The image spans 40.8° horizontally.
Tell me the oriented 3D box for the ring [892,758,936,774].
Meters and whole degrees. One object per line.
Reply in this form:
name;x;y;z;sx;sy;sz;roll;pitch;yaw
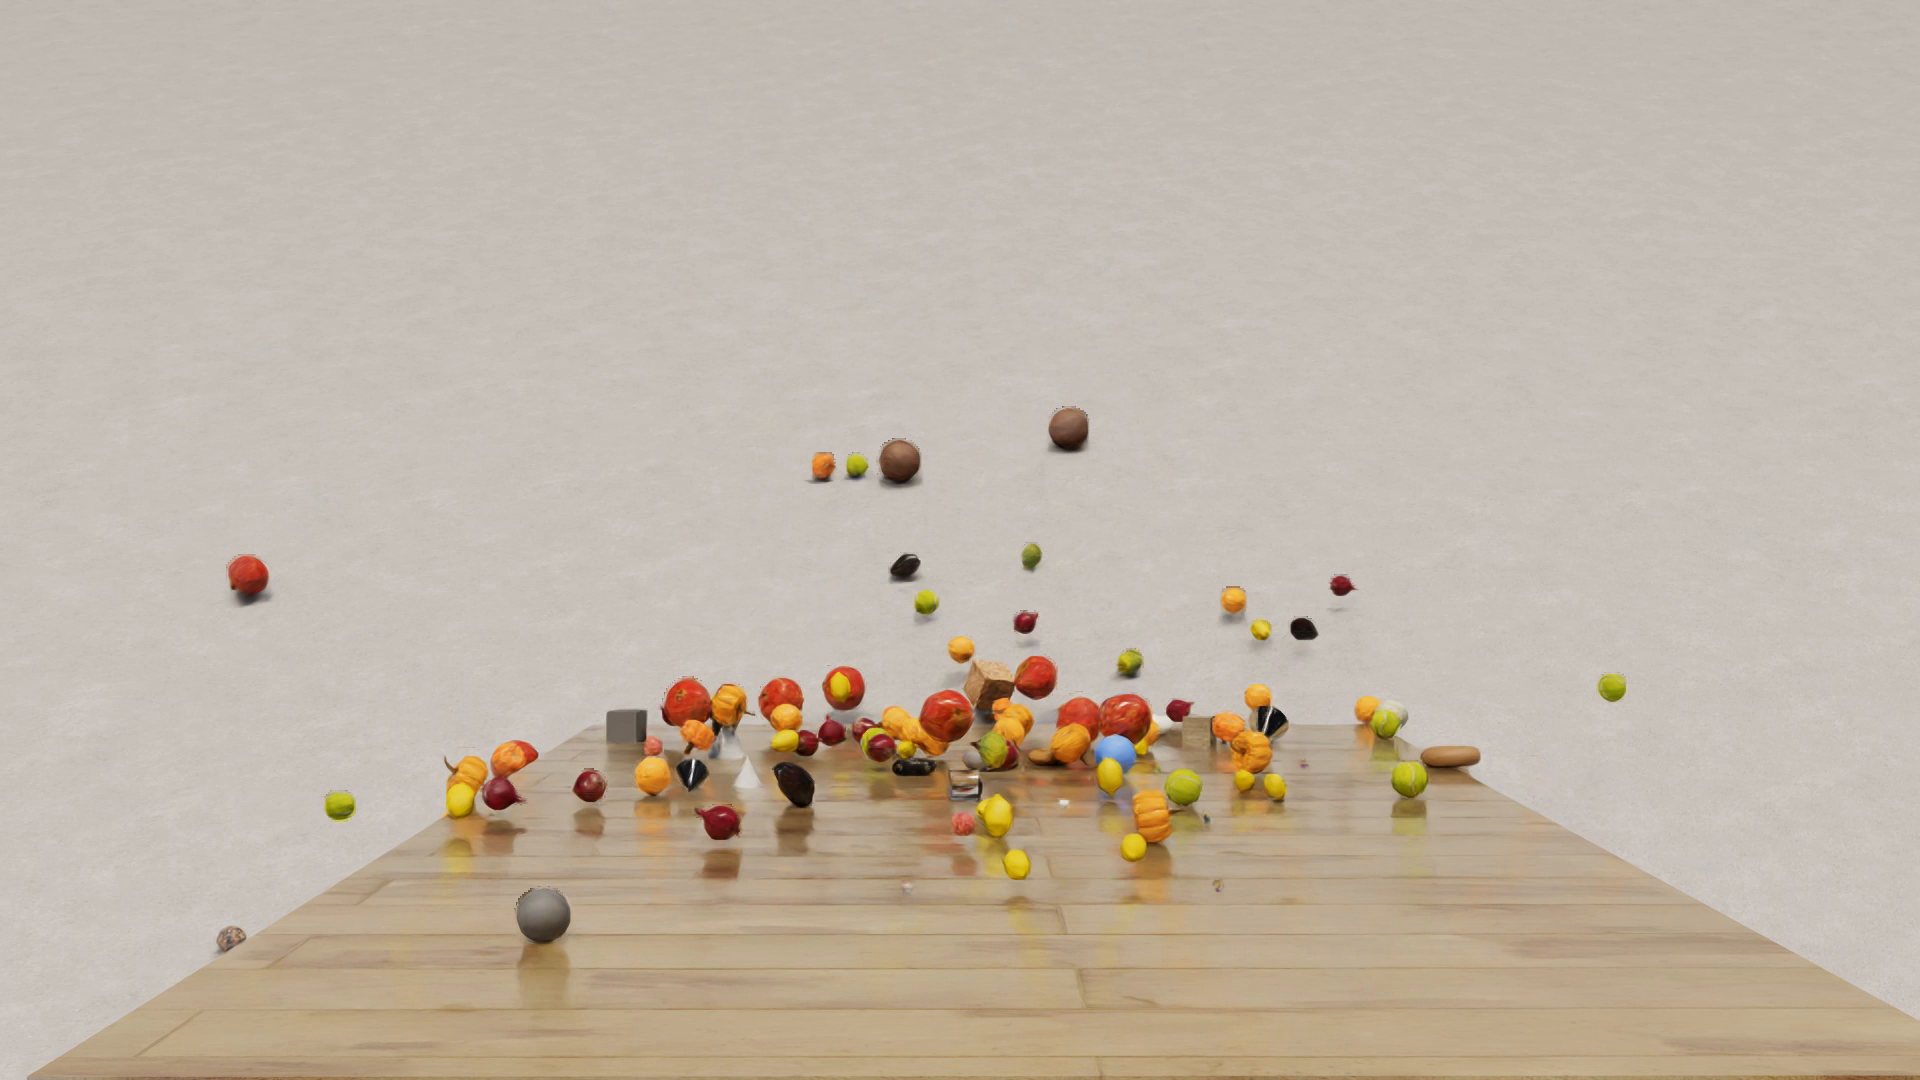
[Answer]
ring;-0.097;0.475;5.417;0.092;0.031;0.092;-2;-2;0

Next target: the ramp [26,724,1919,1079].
ramp;0.062;0.555;4.592;2.000;0.100;4.000;0;1;0

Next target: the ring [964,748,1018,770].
ring;0.066;0.469;5.518;0.120;0.040;0.120;1;0;0

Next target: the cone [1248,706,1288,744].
cone;0.719;0.458;6.098;0.096;0.096;0.096;9;30;16

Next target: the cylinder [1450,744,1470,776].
cylinder;1.174;0.561;6.207;0.099;0.099;0.099;-15;24;7

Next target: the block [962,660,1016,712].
block;0.078;0.381;6.758;0.092;0.092;0.092;8;26;-26

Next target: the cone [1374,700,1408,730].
cone;1.075;0.457;6.460;0.083;0.083;0.083;7;24;13

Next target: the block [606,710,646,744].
block;-0.793;0.442;6.146;0.073;0.073;0.073;0;1;13

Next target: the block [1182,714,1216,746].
block;0.565;0.447;6.083;0.065;0.065;0.065;0;1;21

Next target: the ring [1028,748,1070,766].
ring;0.194;0.473;5.625;0.089;0.030;0.089;0;2;0

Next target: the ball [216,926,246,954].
ball;-1.654;0.909;5.865;0.066;0.066;0.066;0;27;0

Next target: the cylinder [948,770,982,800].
cylinder;0.009;0.468;4.938;0.057;0.057;0.057;-2;27;-8

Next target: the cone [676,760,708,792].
cone;-0.534;0.481;5.125;0.067;0.067;0.067;-1;29;-2

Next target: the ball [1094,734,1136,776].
ball;0.324;0.449;5.383;0.085;0.085;0.085;0;27;0

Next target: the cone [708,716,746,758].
cone;-0.523;0.440;5.797;0.089;0.089;0.089;0;1;0

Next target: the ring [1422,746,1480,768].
ring;1.058;0.467;5.566;0.127;0.042;0.127;-2;-3;0

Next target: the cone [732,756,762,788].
cone;-0.427;0.464;5.195;0.061;0.061;0.061;0;1;0

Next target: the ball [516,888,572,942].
ball;-0.543;0.490;3.370;0.070;0.070;0.070;0;27;0

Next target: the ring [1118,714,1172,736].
ring;0.454;0.454;6.313;0.134;0.045;0.134;-1;2;0
